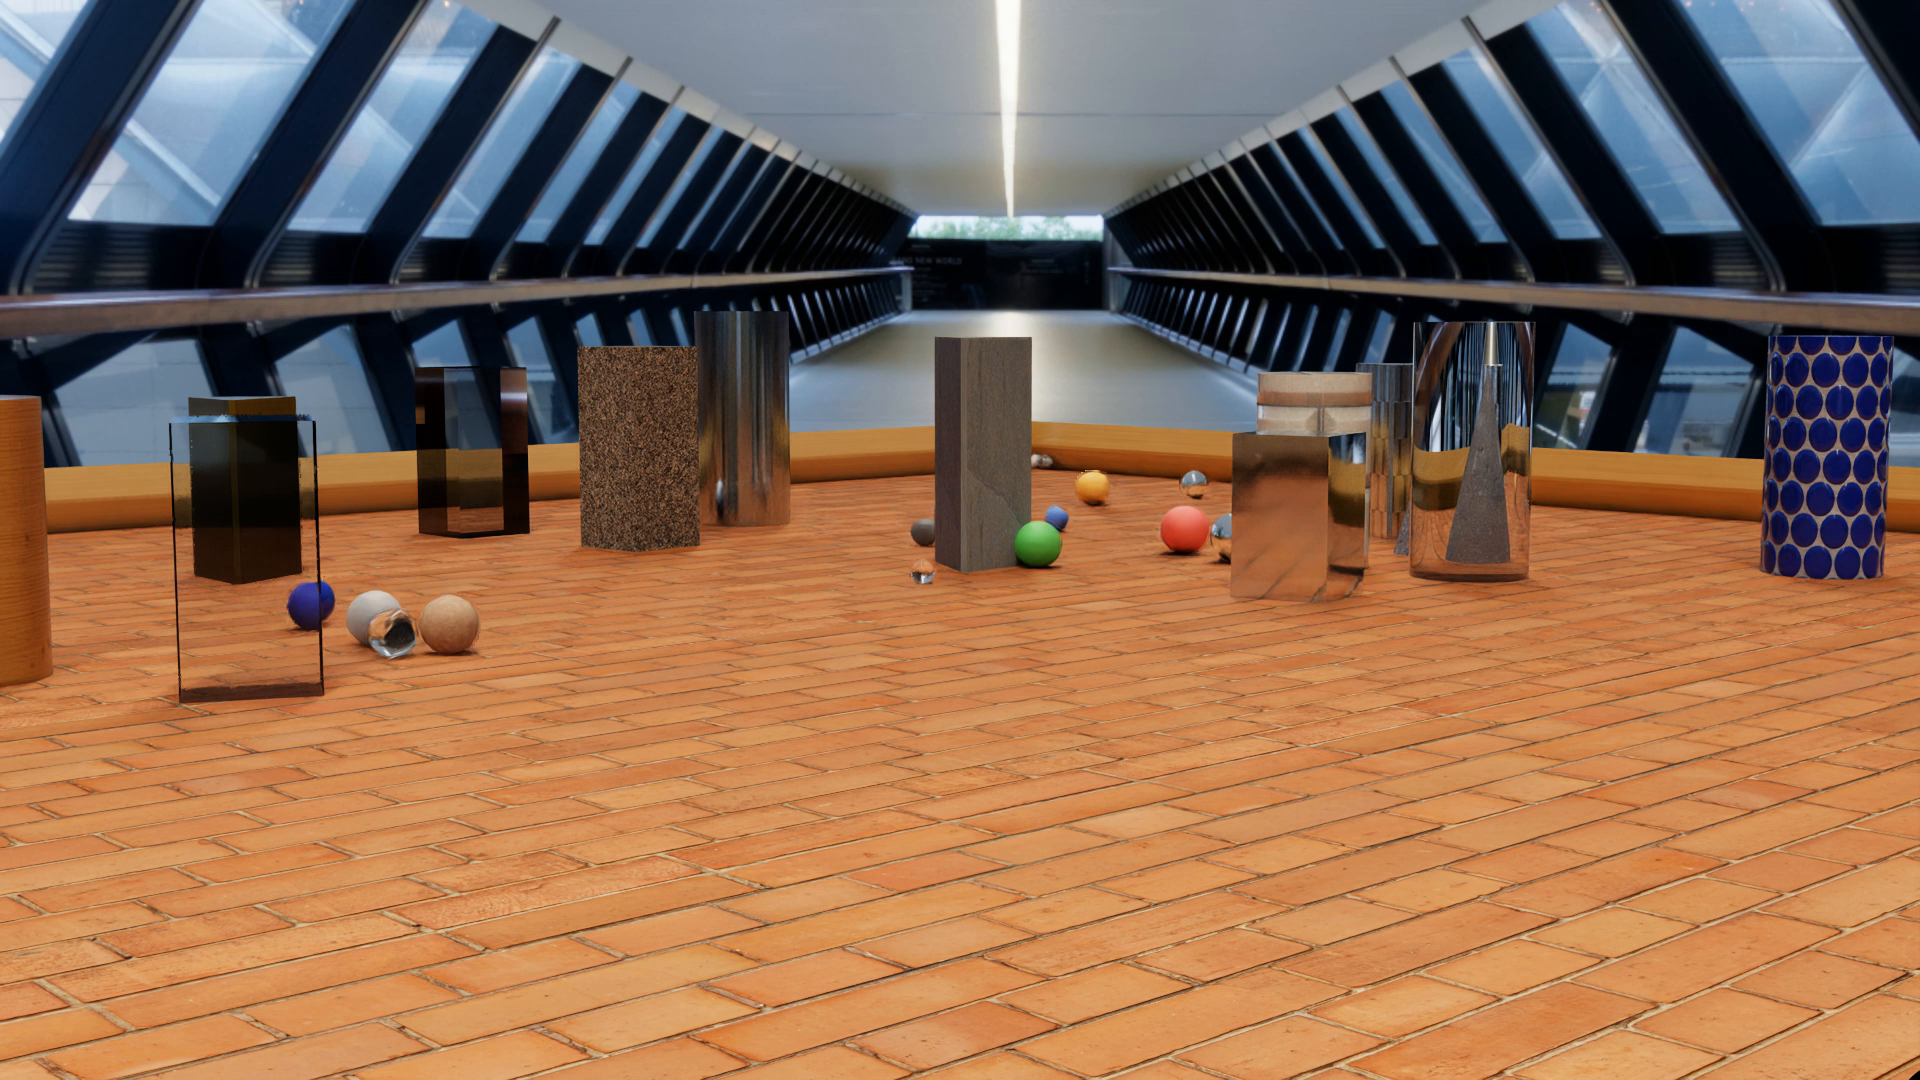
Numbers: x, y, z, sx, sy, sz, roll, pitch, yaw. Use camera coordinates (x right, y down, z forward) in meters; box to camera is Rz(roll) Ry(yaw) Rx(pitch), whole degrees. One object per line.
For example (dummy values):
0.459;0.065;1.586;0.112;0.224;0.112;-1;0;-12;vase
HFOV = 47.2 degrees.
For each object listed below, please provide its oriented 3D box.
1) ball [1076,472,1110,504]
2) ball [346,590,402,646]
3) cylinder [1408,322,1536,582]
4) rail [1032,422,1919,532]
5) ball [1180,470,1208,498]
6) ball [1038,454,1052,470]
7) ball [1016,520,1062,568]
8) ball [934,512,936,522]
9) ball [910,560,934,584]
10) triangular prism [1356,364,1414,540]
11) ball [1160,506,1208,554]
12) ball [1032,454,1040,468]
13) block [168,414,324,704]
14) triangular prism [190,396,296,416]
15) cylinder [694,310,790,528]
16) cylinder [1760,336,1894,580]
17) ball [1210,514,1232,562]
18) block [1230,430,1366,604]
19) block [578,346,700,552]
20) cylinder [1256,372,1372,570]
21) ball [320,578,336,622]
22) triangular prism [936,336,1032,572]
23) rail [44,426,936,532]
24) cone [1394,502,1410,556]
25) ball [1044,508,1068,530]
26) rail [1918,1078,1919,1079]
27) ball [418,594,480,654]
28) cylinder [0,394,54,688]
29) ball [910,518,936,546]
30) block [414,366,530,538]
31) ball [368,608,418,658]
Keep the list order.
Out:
0.306;-0.119;5.053;0.077;0.077;0.077;0;6;0;ball
-0.778;0.104;2.924;0.074;0.074;0.074;0;6;0;ball
0.857;-0.151;3.683;0.198;0.425;0.198;0;6;0;cylinder
1.572;-0.117;4.774;0.045;0.128;4.080;-5;8;-42;rail
0.558;-0.132;5.227;0.066;0.066;0.066;0;6;0;ball
0.239;-0.219;6.180;0.042;0.042;0.042;0;6;0;ball
0.137;0.007;3.820;0.081;0.081;0.081;0;6;0;ball
-0.008;-0.041;4.274;0.084;0.084;0.084;0;6;0;ball
-0.061;0.051;3.594;0.040;0.040;0.040;0;6;0;ball
0.847;-0.180;4.374;0.171;0.340;0.148;-6;8;-43;triangular prism
0.411;-0.019;4.037;0.088;0.088;0.088;0;6;0;ball
0.216;-0.222;6.214;0.040;0.040;0.040;0;6;0;ball
-0.837;0.017;2.582;0.158;0.319;0.158;-2;6;-18;block
-1.195;-0.093;3.733;0.148;0.298;0.171;-5;8;-41;triangular prism
-0.456;-0.258;4.613;0.198;0.443;0.198;0;6;0;cylinder
1.469;-0.144;3.730;0.198;0.401;0.198;0;6;0;cylinder
0.488;-0.005;3.908;0.087;0.087;0.087;0;6;0;ball
0.530;-0.041;3.443;0.158;0.255;0.158;4;7;31;block
-0.607;-0.177;4.158;0.158;0.377;0.158;5;8;40;block
0.614;-0.121;3.824;0.198;0.336;0.198;0;6;0;cylinder
-0.922;0.087;3.126;0.068;0.068;0.068;0;6;0;ball
0.012;-0.155;3.845;0.148;0.399;0.171;6;8;44;triangular prism
-1.367;-0.120;4.806;4.325;0.128;0.045;-5;8;-42;rail
0.899;-0.148;4.033;0.198;0.345;0.198;0;6;0;cone
0.195;-0.043;4.455;0.048;0.048;0.048;0;6;0;ball
1.367;0.187;1.858;4.325;0.128;0.045;-5;8;-42;rail
-0.664;0.110;2.860;0.077;0.077;0.077;0;6;0;ball
-1.209;-0.001;2.656;0.198;0.340;0.198;0;6;0;cylinder
-0.066;-0.016;4.169;0.054;0.054;0.054;0;6;0;ball
-0.975;-0.179;4.395;0.158;0.332;0.158;-6;8;-44;block
-0.730;0.120;2.830;0.063;0.063;0.063;0;6;0;ball
